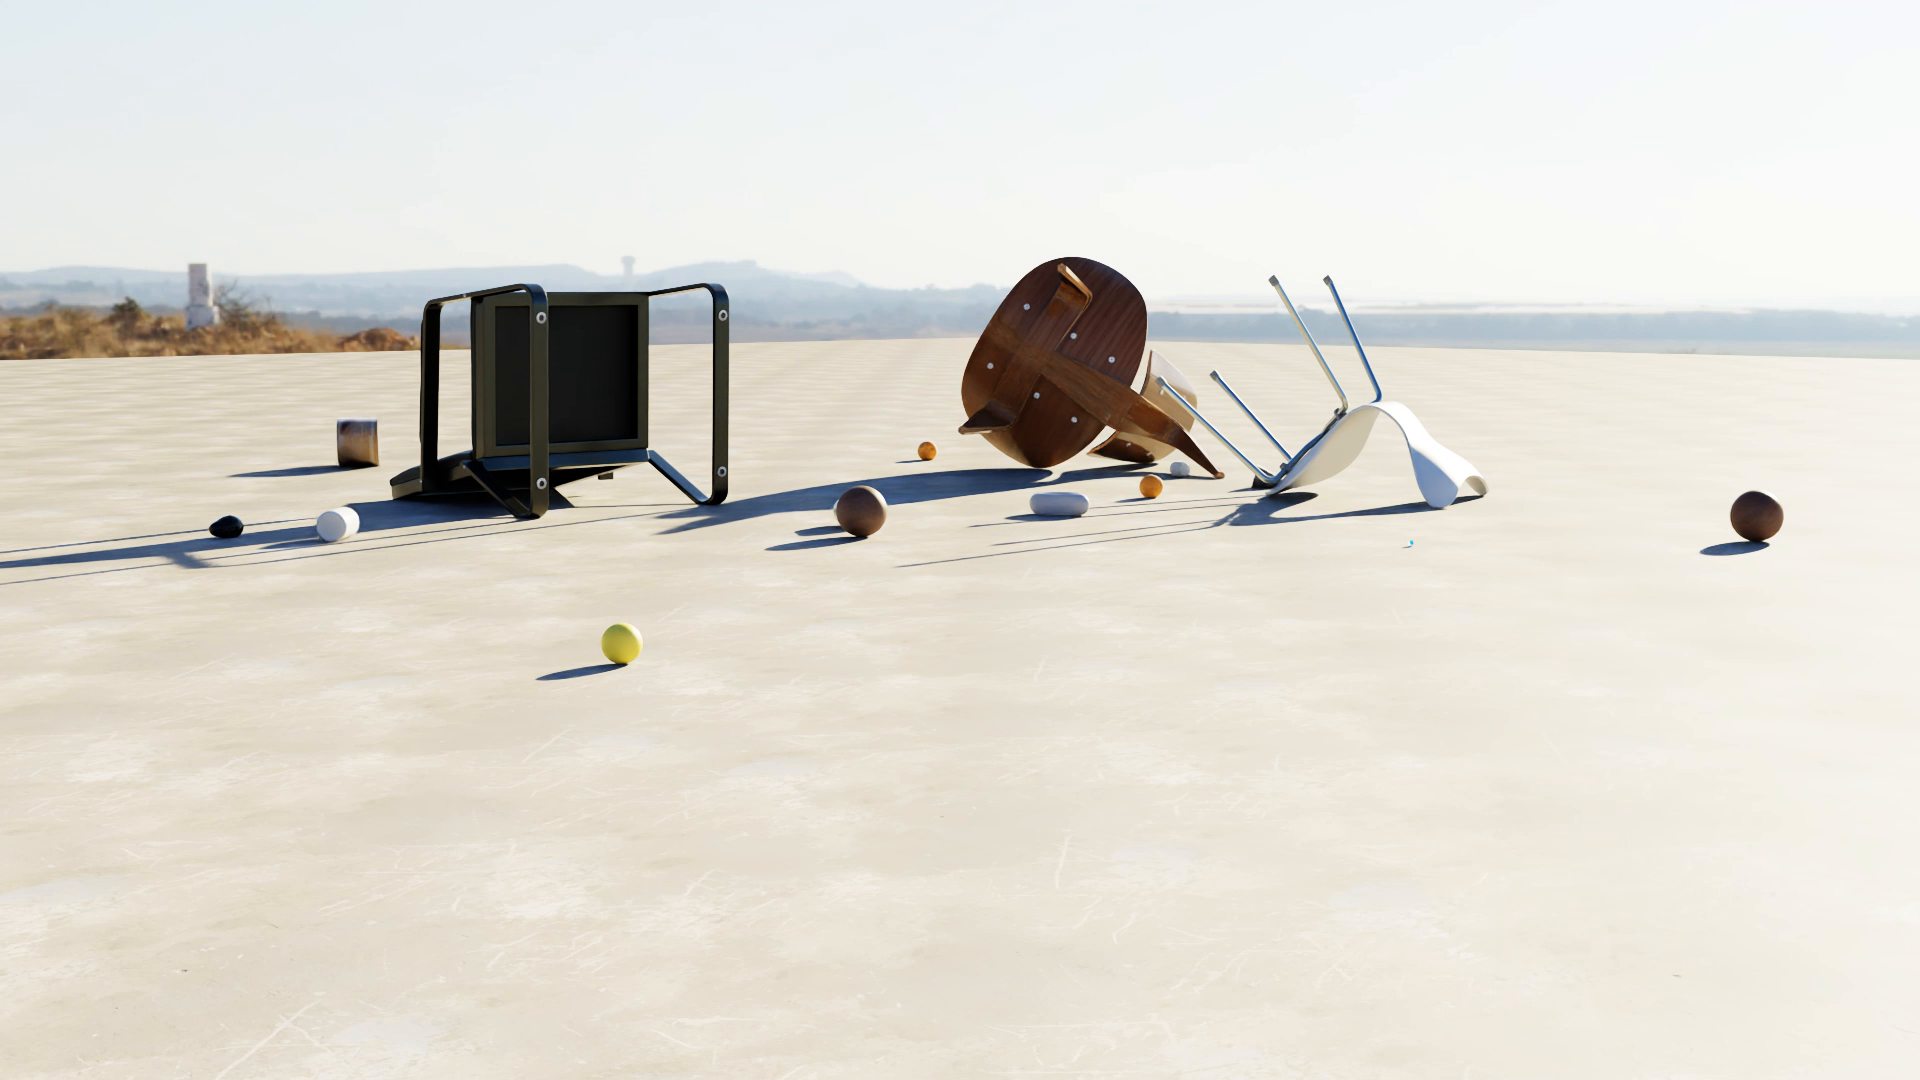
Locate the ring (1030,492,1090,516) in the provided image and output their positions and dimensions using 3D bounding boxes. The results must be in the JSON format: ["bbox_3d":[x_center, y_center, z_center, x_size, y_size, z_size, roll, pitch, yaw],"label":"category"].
[{"bbox_3d":[0.274,-0.100,7.086,0.188,0.061,0.087,2,8,33],"label":"ring"}]

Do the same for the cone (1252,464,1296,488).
[{"bbox_3d":[0.986,-0.181,7.989,0.140,0.075,0.082,16,8,7],"label":"cone"}]

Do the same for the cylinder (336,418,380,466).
[{"bbox_3d":[-2.082,-0.340,8.881,0.136,0.162,0.294,-1,-6,-11],"label":"cylinder"}]

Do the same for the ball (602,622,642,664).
[{"bbox_3d":[-0.575,0.176,4.362,0.070,0.070,0.070,0,6,0],"label":"ball"}]
